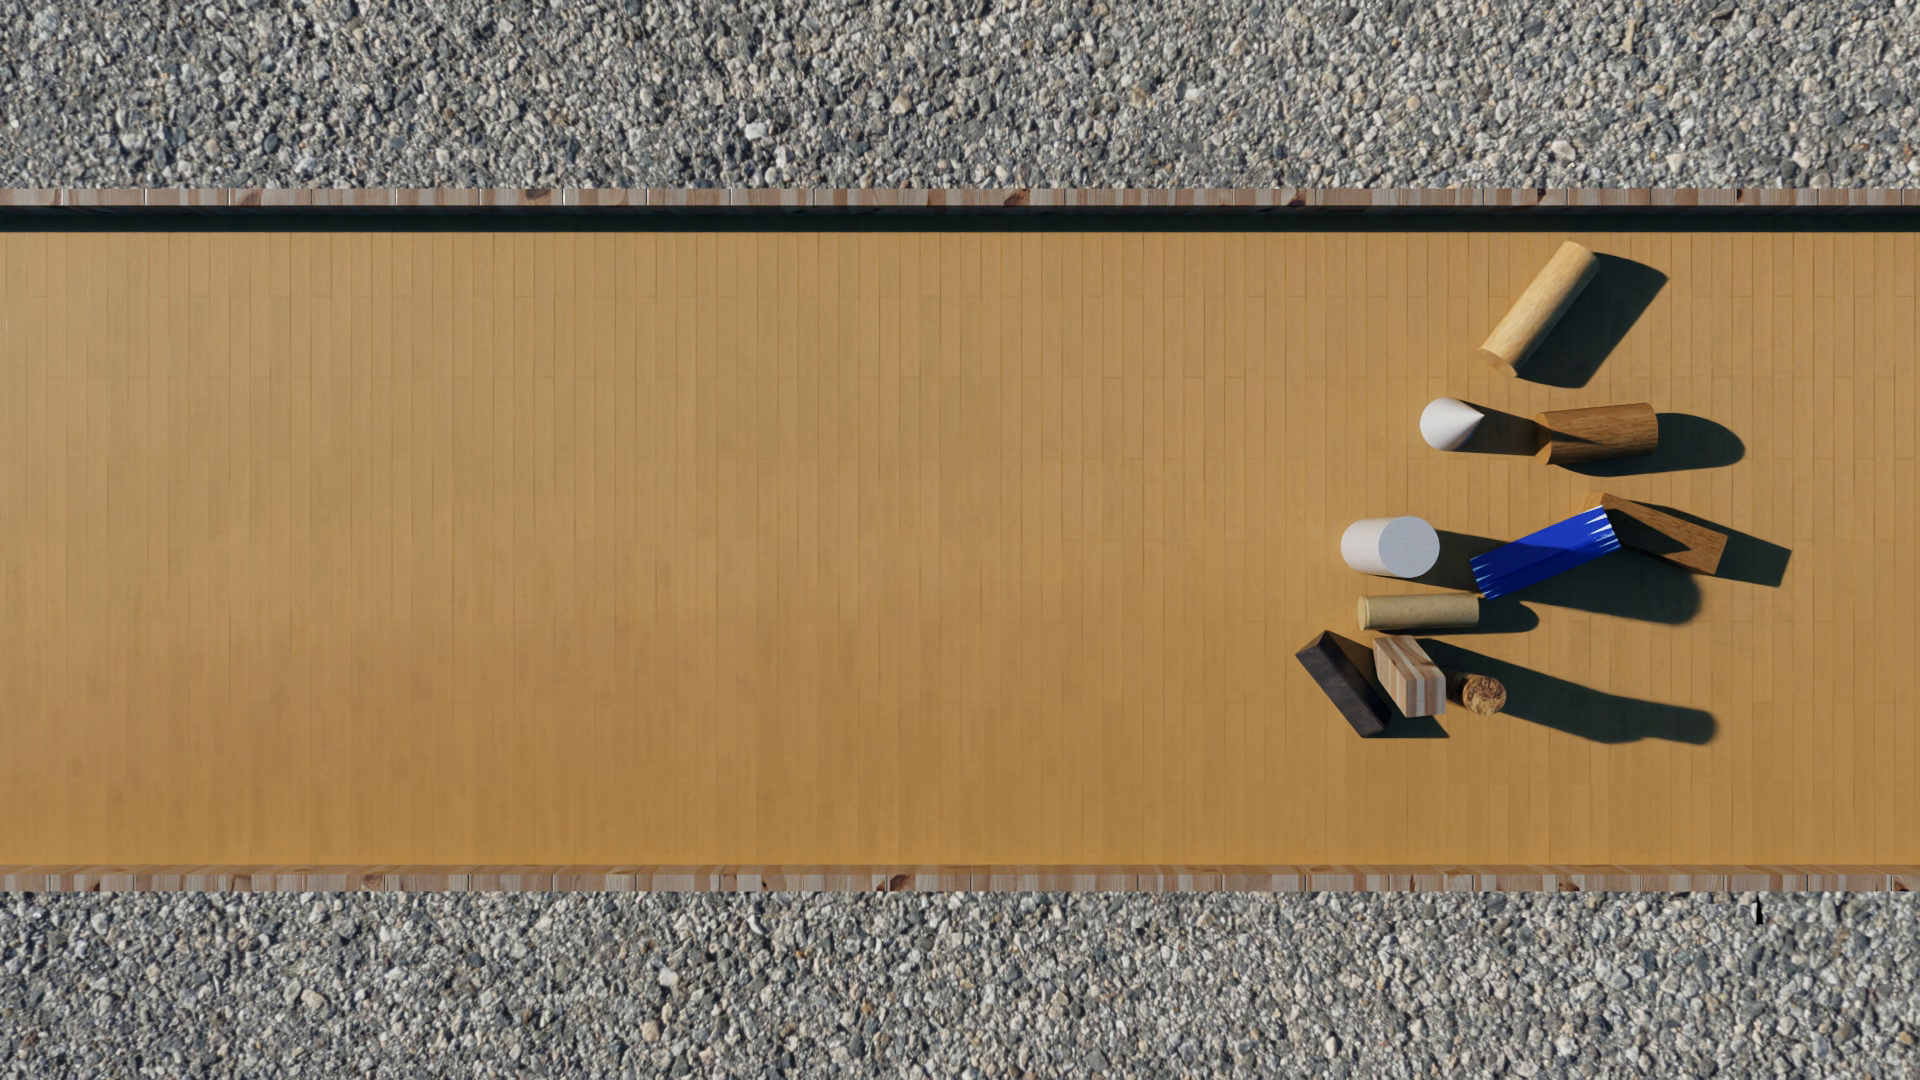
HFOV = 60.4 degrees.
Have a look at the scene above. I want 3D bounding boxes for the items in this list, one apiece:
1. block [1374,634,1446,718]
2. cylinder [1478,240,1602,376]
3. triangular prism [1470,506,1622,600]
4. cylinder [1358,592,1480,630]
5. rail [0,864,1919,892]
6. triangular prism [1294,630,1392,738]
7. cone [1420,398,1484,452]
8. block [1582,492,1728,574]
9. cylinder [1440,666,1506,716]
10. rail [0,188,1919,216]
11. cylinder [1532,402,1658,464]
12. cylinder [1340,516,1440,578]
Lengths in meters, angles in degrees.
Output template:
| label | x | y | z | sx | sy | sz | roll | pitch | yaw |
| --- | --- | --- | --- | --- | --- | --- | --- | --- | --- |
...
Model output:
| label | x | y | z | sx | sy | sz | roll | pitch | yaw |
| --- | --- | --- | --- | --- | --- | --- | --- | --- | --- |
| block | 1.330 | 0.400 | 4.892 | 0.115 | 0.351 | 0.115 | -5 | 107 | 0 |
| cylinder | 1.759 | -0.701 | 5.008 | 0.137 | 0.137 | 0.415 | 38 | 90 | 0 |
| triangular prism | 1.754 | 0.051 | 4.945 | 0.413 | 0.121 | 0.140 | -25 | 90 | 20 |
| cylinder | 1.394 | 0.218 | 5.024 | 0.342 | 0.104 | 0.104 | -2 | 90 | 0 |
| rail | -2.247 | 1.025 | 5.001 | 12.000 | 0.150 | 0.050 | 0 | 90 | 0 |
| triangular prism | 1.179 | 0.443 | 5.021 | 0.121 | 0.105 | 0.328 | -39 | 90 | 0 |
| cone | 1.500 | -0.357 | 4.897 | 0.167 | 0.360 | 0.167 | 0 | 90 | 0 |
| block | 2.101 | -0.020 | 5.015 | 0.396 | 0.123 | 0.123 | 20 | 90 | 0 |
| cylinder | 1.502 | 0.446 | 4.891 | 0.112 | 0.371 | 0.112 | 0 | 90 | 0 |
| rail | -2.247 | -1.025 | 5.002 | 12.000 | 0.150 | 0.050 | 0 | 90 | 0 |
| cylinder | 1.921 | -0.321 | 4.995 | 0.320 | 0.161 | 0.161 | -5 | 90 | 0 |
| cylinder | 1.259 | 0.019 | 4.851 | 0.173 | 0.451 | 0.173 | 0 | 90 | 0 |
